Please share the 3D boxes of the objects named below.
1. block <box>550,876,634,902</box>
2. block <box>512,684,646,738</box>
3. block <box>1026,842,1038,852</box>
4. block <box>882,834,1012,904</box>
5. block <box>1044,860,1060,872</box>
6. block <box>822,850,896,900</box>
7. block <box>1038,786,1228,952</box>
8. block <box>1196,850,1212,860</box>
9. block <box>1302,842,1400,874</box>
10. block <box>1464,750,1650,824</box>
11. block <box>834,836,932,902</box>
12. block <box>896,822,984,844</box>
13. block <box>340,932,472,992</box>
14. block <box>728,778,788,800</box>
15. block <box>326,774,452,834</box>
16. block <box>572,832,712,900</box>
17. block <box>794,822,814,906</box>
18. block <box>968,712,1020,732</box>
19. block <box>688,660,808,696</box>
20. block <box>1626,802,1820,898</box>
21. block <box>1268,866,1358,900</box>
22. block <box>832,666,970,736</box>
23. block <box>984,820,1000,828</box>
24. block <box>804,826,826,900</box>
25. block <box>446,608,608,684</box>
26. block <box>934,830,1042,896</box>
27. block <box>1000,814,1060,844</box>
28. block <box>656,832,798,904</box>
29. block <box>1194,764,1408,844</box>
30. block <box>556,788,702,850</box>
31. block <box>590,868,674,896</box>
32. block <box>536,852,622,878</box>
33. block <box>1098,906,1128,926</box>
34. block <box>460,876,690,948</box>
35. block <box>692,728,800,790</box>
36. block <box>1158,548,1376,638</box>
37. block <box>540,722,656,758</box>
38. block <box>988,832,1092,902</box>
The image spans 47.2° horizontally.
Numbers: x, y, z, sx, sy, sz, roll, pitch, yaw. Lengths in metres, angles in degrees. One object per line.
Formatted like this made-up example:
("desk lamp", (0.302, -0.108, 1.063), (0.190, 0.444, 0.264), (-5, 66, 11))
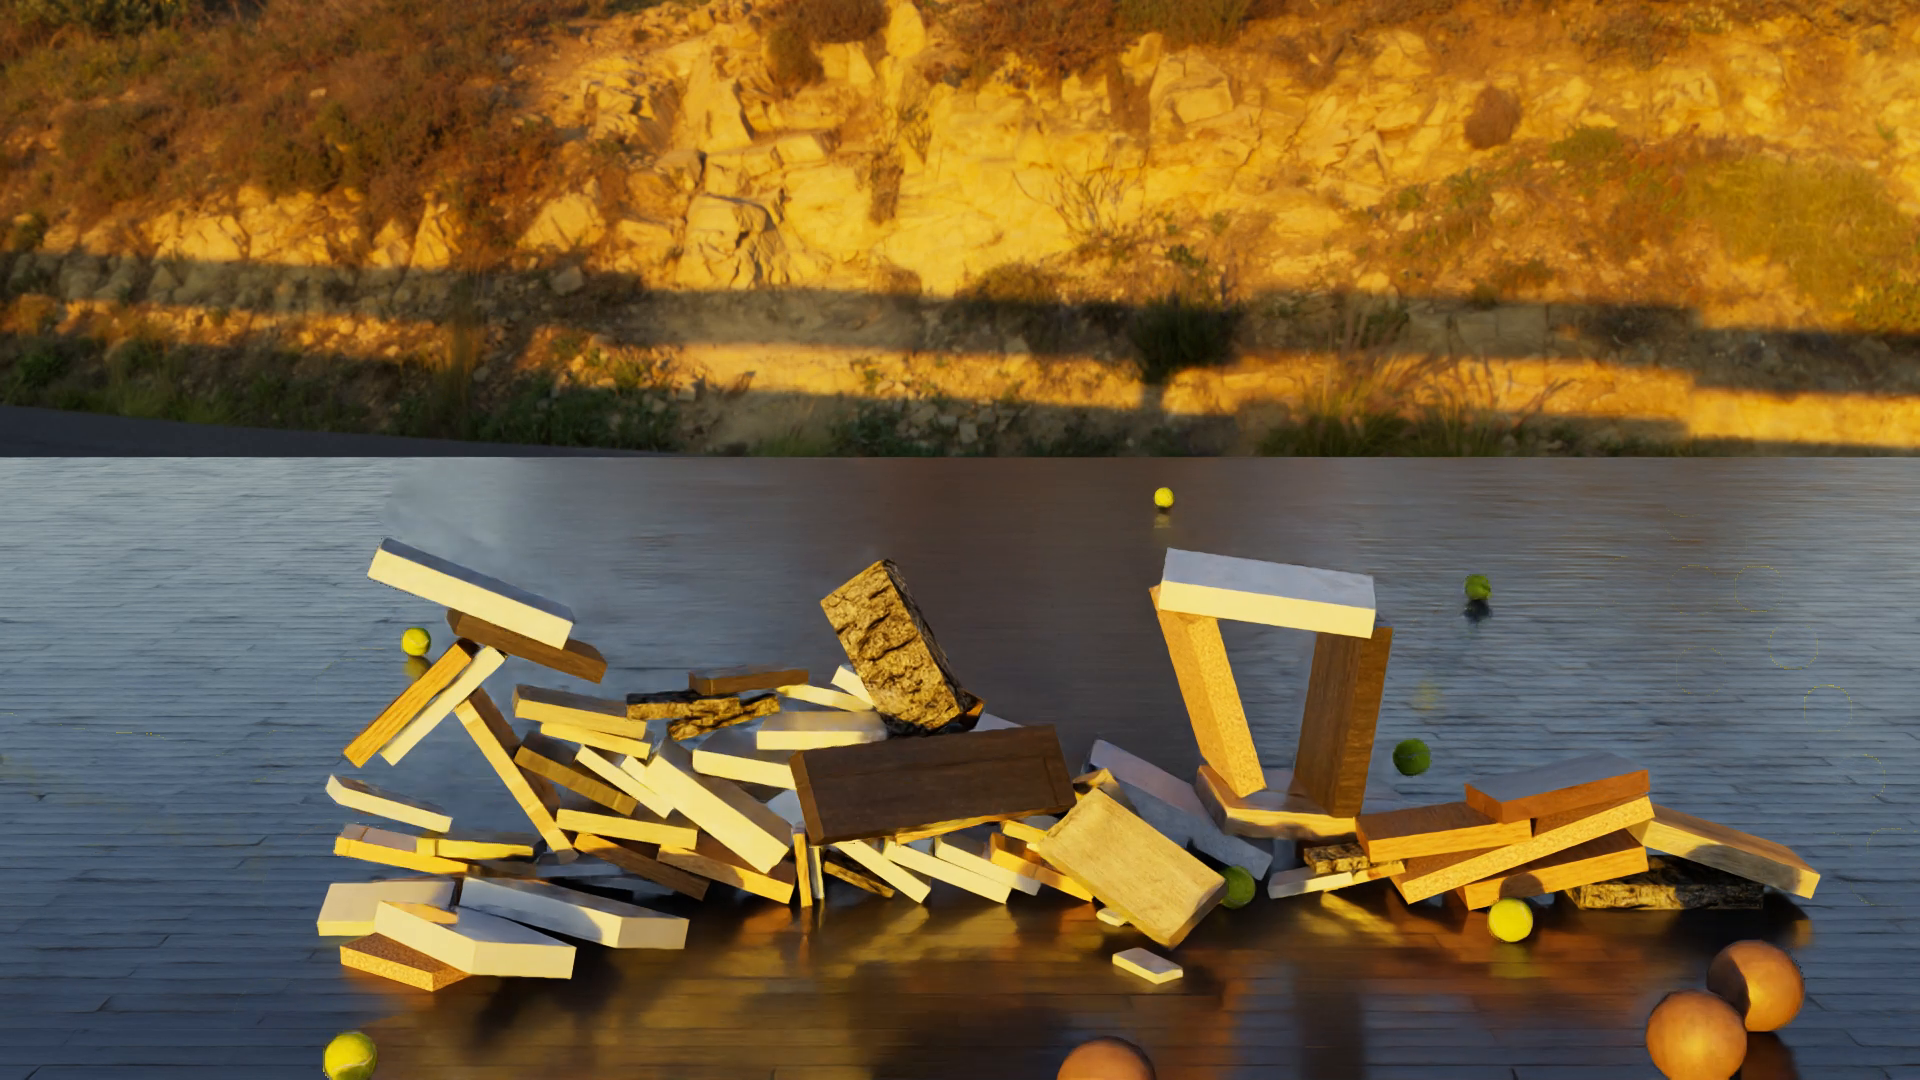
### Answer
("block", (-0.611, 0.573, 3.656), (0.137, 0.019, 0.068), (7, 10, -5))
("block", (-0.627, 0.281, 3.615), (0.210, 0.030, 0.105), (12, 7, -17))
("block", (0.181, 0.519, 3.637), (0.134, 0.019, 0.067), (23, 10, 11))
("block", (-0.023, 0.535, 3.659), (0.217, 0.031, 0.108), (22, 9, -6))
("block", (0.205, 0.547, 3.655), (0.134, 0.019, 0.067), (21, 9, -4))
("block", (-0.168, 0.557, 3.662), (0.124, 0.018, 0.062), (24, 9, -6))
("block", (0.272, 0.520, 3.490), (0.277, 0.039, 0.139), (33, 62, 32))
("block", (0.347, 0.513, 3.867), (0.208, 0.029, 0.104), (15, 5, 29))
("block", (0.647, 0.523, 3.638), (0.141, 0.020, 0.071), (-6, 11, -8))
("block", (0.985, 0.408, 3.630), (0.263, 0.037, 0.131), (-11, 10, -11))
("block", (-0.146, 0.514, 3.657), (0.217, 0.031, 0.108), (35, 7, -8))
("block", (-0.003, 0.446, 3.637), (0.217, 0.031, 0.108), (-14, 11, -1))
("block", (-0.835, 0.636, 3.344), (0.200, 0.028, 0.100), (7, 13, 33))
("block", (-0.323, 0.472, 4.214), (0.229, 0.032, 0.114), (7, 13, 33))
("block", (-0.942, 0.435, 3.626), (0.190, 0.027, 0.095), (21, -2, -28))
("block", (-0.521, 0.523, 3.654), (0.229, 0.032, 0.114), (23, 9, -4))
("block", (-0.258, 0.534, 3.626), (0.018, 0.124, 0.062), (-6, 11, -1))
("block", (0.038, 0.406, 4.546), (0.150, 0.043, 0.301), (-8, 13, -36))
("block", (-0.353, 0.230, 3.672), (0.181, 0.026, 0.090), (-5, 8, -20))
("block", (1.256, 0.508, 3.656), (0.299, 0.042, 0.149), (18, 10, -4))
("block", (0.585, 0.562, 3.651), (0.141, 0.020, 0.071), (-14, 8, 18))
("block", (-0.096, 0.269, 3.629), (0.214, 0.030, 0.107), (27, 8, 22))
("block", (0.088, 0.467, 3.811), (0.058, 0.016, 0.116), (-35, -1, -31))
("block", (-0.241, 0.528, 3.659), (0.018, 0.124, 0.062), (-6, 11, -1))
("block", (-0.713, 0.165, 3.616), (0.251, 0.036, 0.126), (22, 3, -22))
("block", (0.045, 0.533, 3.653), (0.180, 0.025, 0.090), (23, 9, -6))
("block", (0.156, 0.485, 3.641), (0.180, 0.026, 0.090), (18, 11, -7))
("block", (-0.385, 0.537, 3.660), (0.229, 0.032, 0.114), (19, 9, -4))
("block", (0.599, 0.461, 3.810), (0.349, 0.049, 0.175), (6, 18, -13))
("block", (-0.544, 0.460, 3.636), (0.229, 0.032, 0.114), (9, 10, -3))
("block", (-0.541, 0.562, 3.660), (0.137, 0.019, 0.068), (8, 10, -1))
("block", (-0.628, 0.537, 3.643), (0.137, 0.019, 0.068), (-1, 10, -4))
("block", (0.272, 0.594, 3.559), (0.094, 0.013, 0.047), (-23, 23, -36))
("block", (-0.605, 0.583, 3.442), (0.327, 0.046, 0.163), (7, -6, 32))
("block", (-0.293, 0.367, 3.630), (0.264, 0.037, 0.132), (8, 14, 12))
("block", (0.509, 0.086, 3.648), (0.346, 0.049, 0.173), (8, 19, 6))
("block", (-0.595, 0.317, 3.621), (0.177, 0.025, 0.089), (14, 8, -5))
("block", (0.135, 0.543, 3.660), (0.180, 0.026, 0.090), (23, 9, -7))
